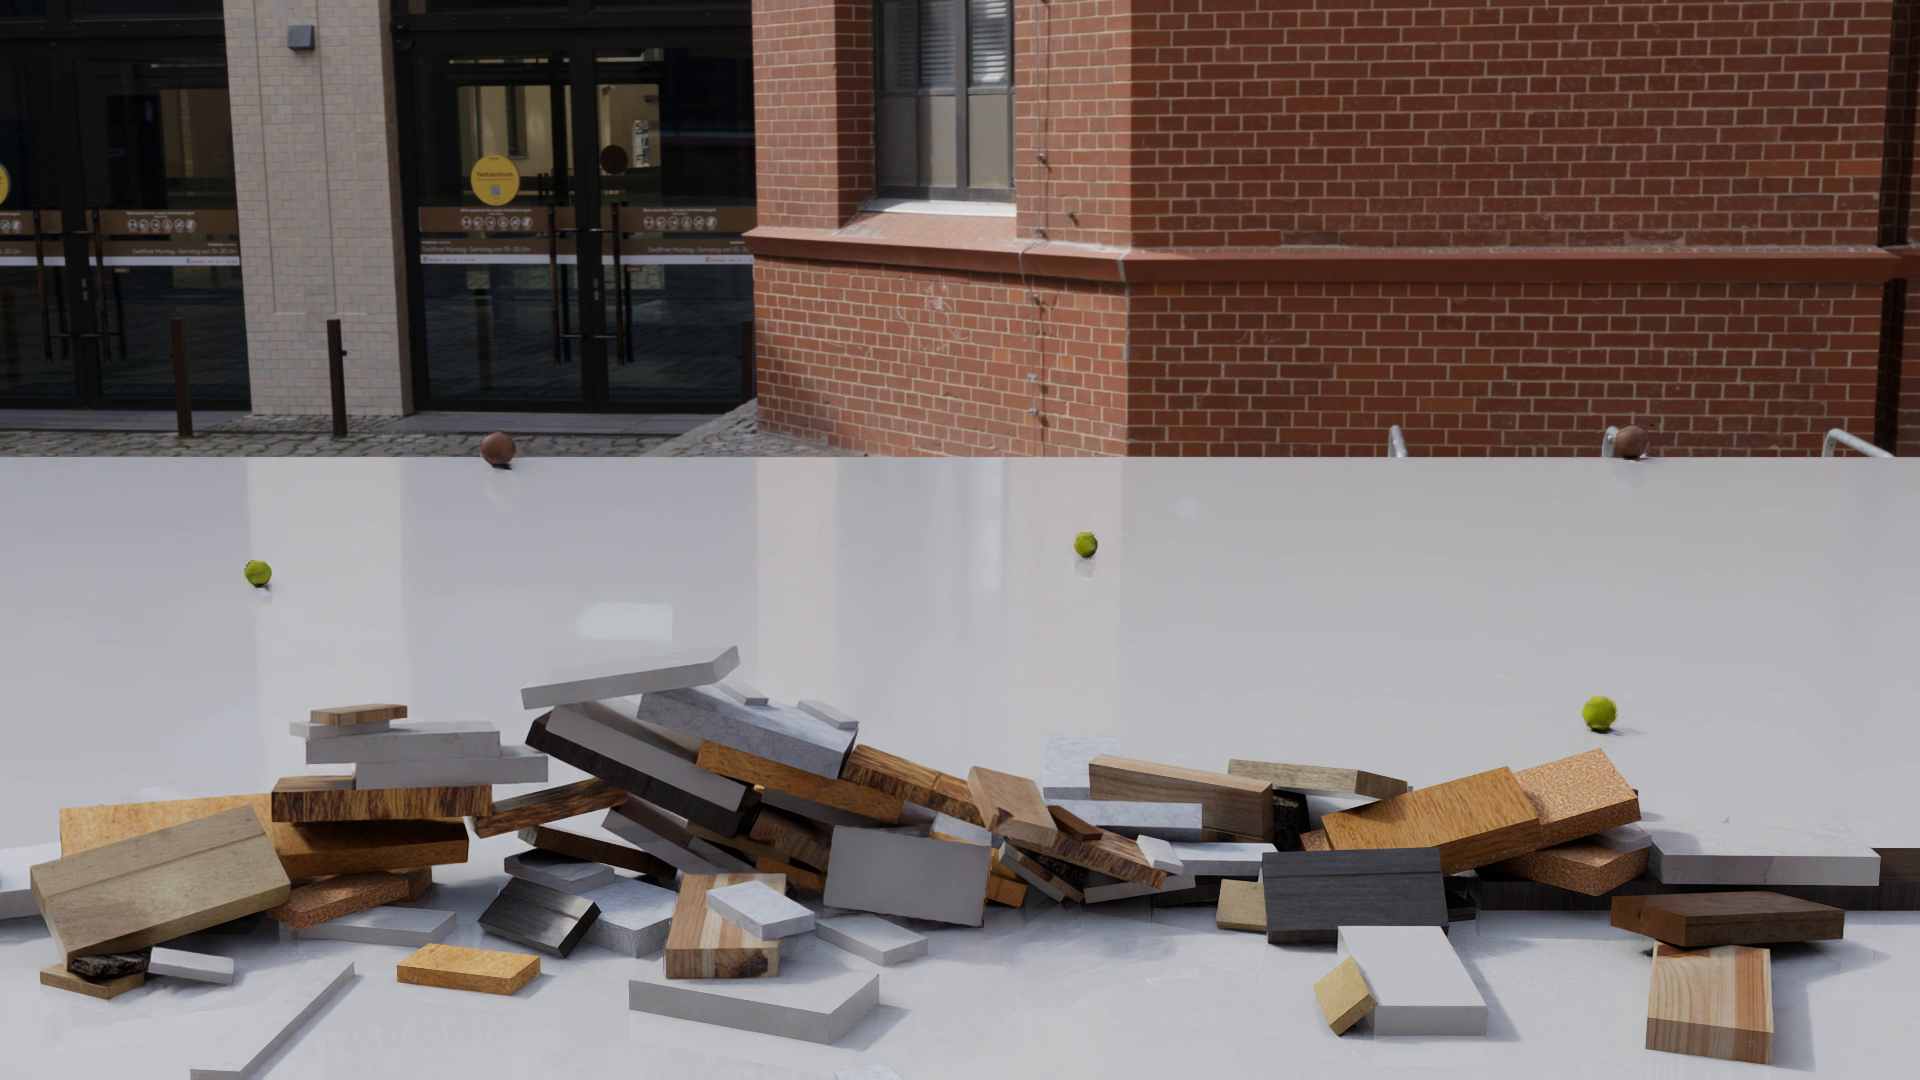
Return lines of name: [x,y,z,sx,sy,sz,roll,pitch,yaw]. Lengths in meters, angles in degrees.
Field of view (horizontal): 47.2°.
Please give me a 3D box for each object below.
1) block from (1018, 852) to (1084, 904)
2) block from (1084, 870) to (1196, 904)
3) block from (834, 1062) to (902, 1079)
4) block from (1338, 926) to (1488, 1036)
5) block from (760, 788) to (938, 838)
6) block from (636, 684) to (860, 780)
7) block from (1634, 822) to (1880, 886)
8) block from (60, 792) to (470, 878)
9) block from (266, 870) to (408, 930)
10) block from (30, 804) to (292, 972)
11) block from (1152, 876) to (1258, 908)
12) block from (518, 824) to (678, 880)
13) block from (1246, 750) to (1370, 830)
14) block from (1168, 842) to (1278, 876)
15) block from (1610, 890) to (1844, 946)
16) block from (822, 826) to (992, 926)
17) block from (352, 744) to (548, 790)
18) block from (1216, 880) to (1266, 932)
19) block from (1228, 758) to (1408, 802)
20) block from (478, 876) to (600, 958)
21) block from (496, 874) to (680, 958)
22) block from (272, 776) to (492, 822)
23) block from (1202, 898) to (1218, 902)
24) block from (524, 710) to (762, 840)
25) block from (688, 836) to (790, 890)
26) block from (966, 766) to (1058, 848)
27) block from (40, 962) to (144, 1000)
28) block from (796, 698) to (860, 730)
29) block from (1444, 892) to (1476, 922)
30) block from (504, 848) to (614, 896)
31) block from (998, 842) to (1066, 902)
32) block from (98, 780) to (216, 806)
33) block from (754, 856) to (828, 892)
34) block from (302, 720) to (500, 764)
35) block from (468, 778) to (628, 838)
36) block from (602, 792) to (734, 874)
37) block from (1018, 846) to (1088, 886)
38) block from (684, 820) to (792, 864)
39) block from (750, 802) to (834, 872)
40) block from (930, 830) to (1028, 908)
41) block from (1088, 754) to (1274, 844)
block: [0.151,0.551,3.645,0.123,0.017,0.062,34,9,-5]
block: [0.296,0.561,3.637,0.182,0.026,0.091,-9,10,4]
block: [-0.102,0.727,2.875,0.073,0.021,0.146,-5,12,-25]
block: [0.662,0.646,3.243,0.157,0.044,0.314,0,11,0]
block: [-0.181,0.442,3.664,0.279,0.040,0.140,17,11,4]
block: [-0.347,0.301,3.629,0.340,0.048,0.170,17,11,3]
block: [1.317,0.519,3.647,0.347,0.049,0.173,0,11,2]
block: [-1.133,0.485,3.598,0.623,0.048,0.171,-2,31,-24]
block: [-1.000,0.573,3.533,0.100,0.028,0.200,9,14,40]
block: [-1.233,0.533,3.398,0.341,0.048,0.171,-15,52,-34]
block: [0.408,0.567,3.637,0.182,0.026,0.091,-9,10,6]
block: [-0.605,0.517,3.677,0.247,0.035,0.123,18,-7,-23]
block: [0.603,0.479,3.887,0.301,0.043,0.150,22,41,38]
block: [0.436,0.525,3.619,0.182,0.026,0.091,2,11,-7]
block: [1.190,0.586,3.412,0.320,0.045,0.160,2,1,-25]
block: [-0.084,0.536,3.511,0.253,0.126,0.036,8,-8,0]
block: [-0.838,0.372,3.608,0.302,0.043,0.151,0,2,-18]
block: [0.488,0.586,3.508,0.149,0.021,0.075,3,54,16]
block: [0.608,0.413,3.760,0.139,0.039,0.277,16,-11,-41]
block: [-0.662,0.592,3.454,0.188,0.027,0.094,8,48,37]
block: [-0.574,0.591,3.536,0.324,0.046,0.162,8,13,37]
block: [-0.938,0.418,3.587,0.341,0.048,0.171,0,2,-13]
block: [0.447,0.580,3.644,0.096,0.014,0.048,-8,10,6]
block: [-0.523,0.383,3.667,0.380,0.043,0.151,24,10,6]
block: [-0.363,0.534,3.678,0.178,0.025,0.089,28,10,0]
block: [0.082,0.427,3.546,0.108,0.030,0.215,15,12,-13]
block: [-1.294,0.653,3.278,0.139,0.020,0.069,5,12,26]
block: [-0.222,0.293,3.695,0.098,0.014,0.049,24,13,35]
block: [0.747,0.599,3.561,0.155,0.022,0.077,-3,11,-16]
block: [-0.658,0.542,3.609,0.176,0.025,0.088,9,14,41]
block: [0.120,0.551,3.648,0.123,0.017,0.062,34,9,-5]
block: [-1.345,0.506,3.897,0.327,0.046,0.163,12,15,26]
block: [-0.245,0.551,3.662,0.178,0.025,0.089,18,10,5]
block: [-0.912,0.329,3.588,0.302,0.043,0.151,-1,2,-18]
block: [-0.686,0.441,3.650,0.247,0.035,0.123,-12,5,-20]
block: [-0.471,0.508,3.691,0.247,0.035,0.123,28,10,2]
block: [0.154,0.526,3.637,0.123,0.017,0.062,28,10,0]
block: [-0.361,0.490,3.665,0.178,0.025,0.089,16,10,3]
block: [-0.208,0.513,3.655,0.279,0.040,0.139,26,10,-3]
block: [-0.028,0.531,3.661,0.279,0.040,0.140,17,11,-2]
block: [0.382,0.478,3.808,0.329,0.164,0.047,6,20,31]
